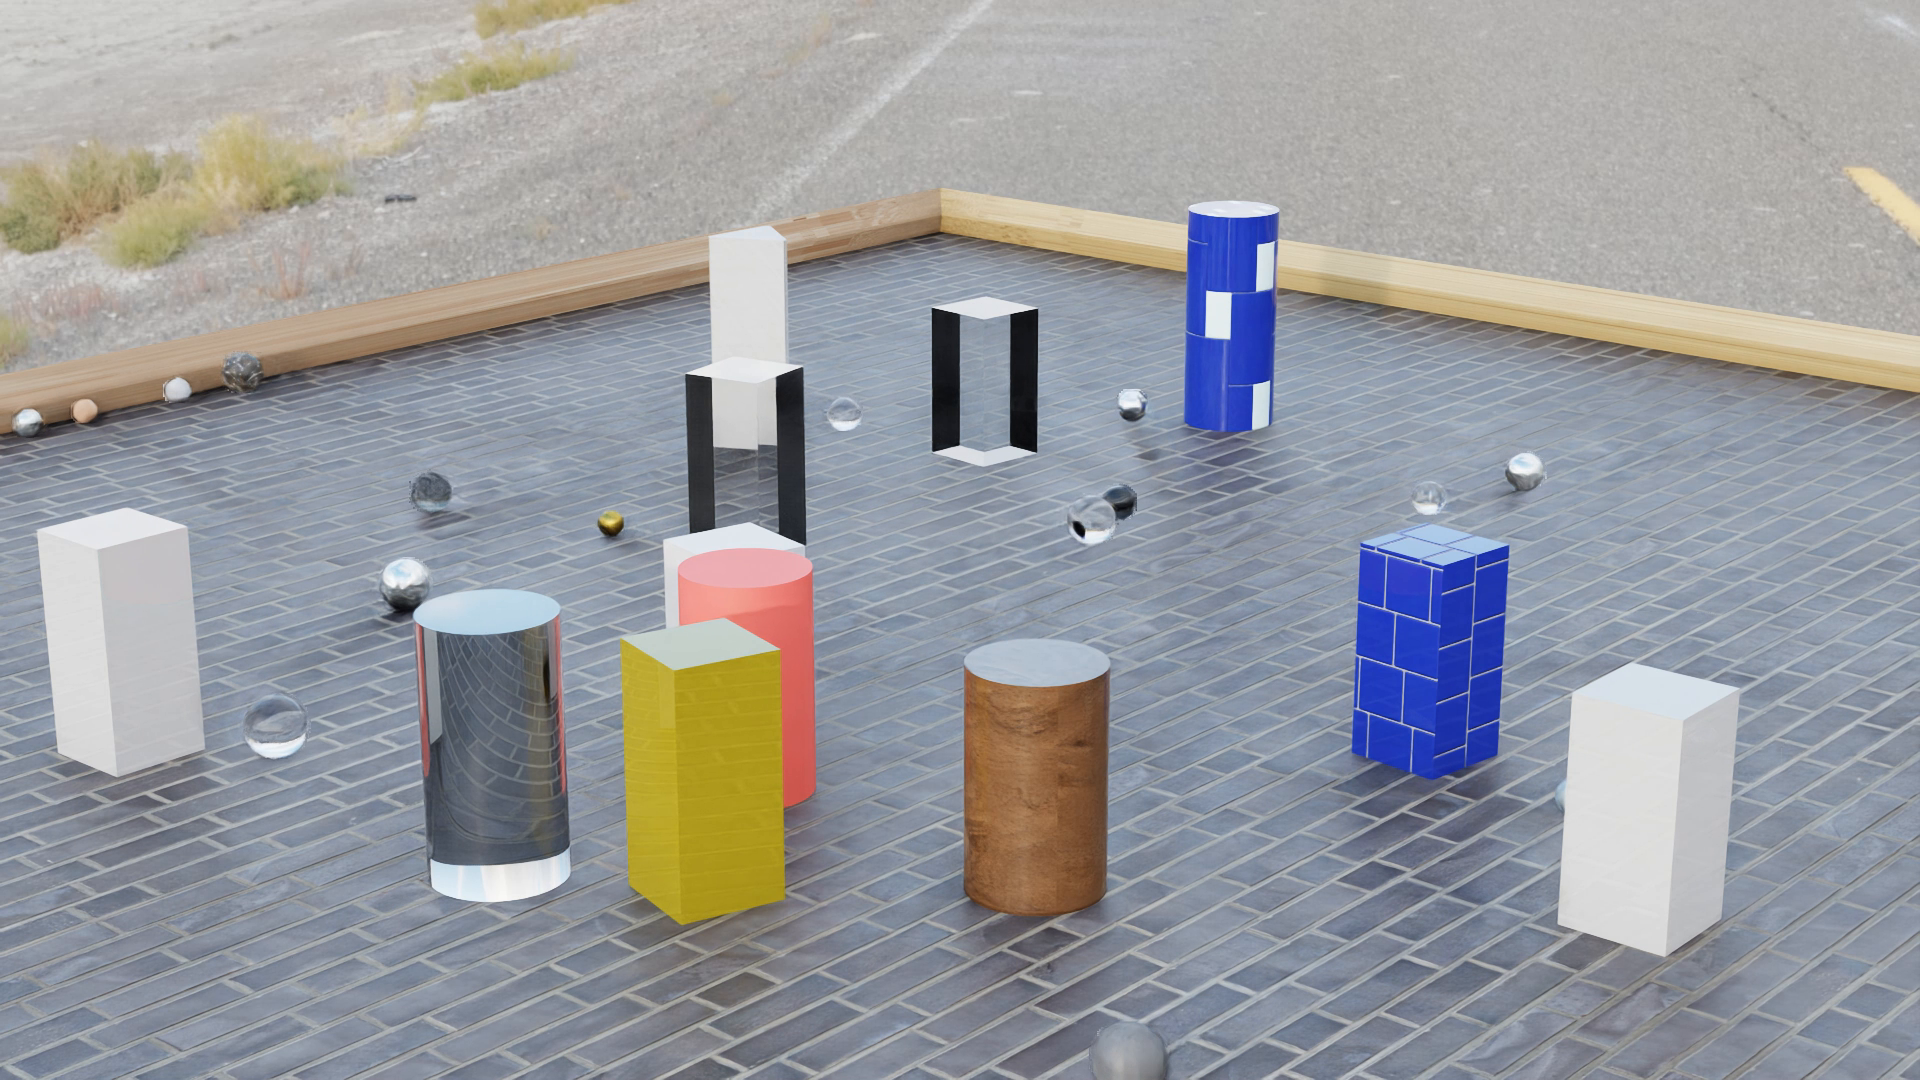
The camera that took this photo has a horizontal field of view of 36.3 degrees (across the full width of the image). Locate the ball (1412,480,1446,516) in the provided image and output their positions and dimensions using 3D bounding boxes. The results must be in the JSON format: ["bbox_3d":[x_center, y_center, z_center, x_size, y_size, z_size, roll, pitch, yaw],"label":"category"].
[{"bbox_3d":[0.894,-0.080,5.594,0.066,0.066,0.066,0,17,0],"label":"ball"}]

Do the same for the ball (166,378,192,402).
[{"bbox_3d":[-1.716,-0.328,6.434,0.055,0.055,0.055,0,17,0],"label":"ball"}]

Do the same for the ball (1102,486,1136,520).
[{"bbox_3d":[0.301,-0.070,5.562,0.065,0.065,0.065,0,17,0],"label":"ball"}]

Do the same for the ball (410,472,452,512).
[{"bbox_3d":[-1.012,-0.091,5.611,0.077,0.077,0.077,0,17,0],"label":"ball"}]

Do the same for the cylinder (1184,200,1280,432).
[{"bbox_3d":[0.575,-0.477,6.228,0.192,0.458,0.192,0,17,0],"label":"cylinder"}]

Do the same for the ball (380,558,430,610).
[{"bbox_3d":[-0.954,0.076,5.041,0.087,0.087,0.087,0,17,0],"label":"ball"}]

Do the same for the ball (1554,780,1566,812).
[{"bbox_3d":[0.868,0.363,4.149,0.053,0.053,0.053,0,17,0],"label":"ball"}]

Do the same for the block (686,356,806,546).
[{"bbox_3d":[-0.388,-0.144,5.329,0.153,0.341,0.153,9,19,29],"label":"block"}]

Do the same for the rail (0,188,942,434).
[{"bbox_3d":[-1.677,-0.390,6.515,0.045,0.124,4.999,14,22,39],"label":"rail"}]

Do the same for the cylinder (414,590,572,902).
[{"bbox_3d":[-0.621,0.271,3.902,0.192,0.371,0.192,0,17,0],"label":"cylinder"}]

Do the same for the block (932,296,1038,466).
[{"bbox_3d":[0.051,-0.325,5.993,0.153,0.305,0.153,-15,23,-41],"label":"block"}]

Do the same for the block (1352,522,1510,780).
[{"bbox_3d":[0.695,0.162,4.337,0.153,0.328,0.153,-15,22,-40],"label":"block"}]

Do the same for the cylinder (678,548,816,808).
[{"bbox_3d":[-0.305,0.199,4.206,0.192,0.334,0.192,0,17,0],"label":"cylinder"}]

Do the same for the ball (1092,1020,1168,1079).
[{"bbox_3d":[0.193,0.591,3.335,0.087,0.087,0.087,0,17,0],"label":"ball"}]

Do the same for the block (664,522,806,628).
[{"bbox_3d":[-0.339,0.148,4.434,0.153,0.300,0.153,-12,21,-35],"label":"block"}]

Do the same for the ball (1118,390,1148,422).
[{"bbox_3d":[0.369,-0.287,6.280,0.066,0.066,0.066,0,17,0],"label":"ball"}]

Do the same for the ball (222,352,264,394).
[{"bbox_3d":[-1.594,-0.371,6.517,0.090,0.090,0.090,0,17,0],"label":"ball"}]

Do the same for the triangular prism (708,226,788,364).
[{"bbox_3d":[-0.420,-0.434,6.141,0.166,0.427,0.144,4,17,13],"label":"triangular prism"}]

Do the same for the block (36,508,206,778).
[{"bbox_3d":[-1.242,0.149,4.345,0.153,0.349,0.153,14,22,39],"label":"block"}]

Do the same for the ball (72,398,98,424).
[{"bbox_3d":[-1.870,-0.276,6.266,0.052,0.052,0.052,0,17,0],"label":"ball"}]

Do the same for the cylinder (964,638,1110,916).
[{"bbox_3d":[0.100,0.311,3.865,0.192,0.317,0.192,0,17,0],"label":"cylinder"}]

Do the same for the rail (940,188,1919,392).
[{"bbox_3d":[1.623,-0.509,6.910,4.490,0.124,0.045,14,22,39],"label":"rail"}]

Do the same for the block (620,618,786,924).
[{"bbox_3d":[-0.337,0.301,3.843,0.153,0.349,0.153,-10,20,-31],"label":"block"}]

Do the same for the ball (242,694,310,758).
[{"bbox_3d":[-1.017,0.277,4.359,0.096,0.096,0.096,0,17,0],"label":"ball"}]

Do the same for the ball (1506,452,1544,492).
[{"bbox_3d":[1.110,-0.133,5.754,0.075,0.075,0.075,0,17,0],"label":"ball"}]

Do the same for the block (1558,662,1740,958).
[{"bbox_3d":[0.881,0.343,3.757,0.153,0.318,0.153,14,22,38],"label":"block"}]

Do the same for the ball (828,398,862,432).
[{"bbox_3d":[-0.244,-0.265,6.195,0.073,0.073,0.073,0,17,0],"label":"ball"}]

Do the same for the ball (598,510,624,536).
[{"bbox_3d":[-0.651,-0.031,5.463,0.048,0.048,0.048,0,17,0],"label":"ball"}]

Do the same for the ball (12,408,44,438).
[{"bbox_3d":[-1.956,-0.247,6.153,0.061,0.061,0.061,0,17,0],"label":"ball"}]

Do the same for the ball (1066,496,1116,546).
[{"bbox_3d":[0.243,-0.036,5.405,0.091,0.091,0.091,0,17,0],"label":"ball"}]
